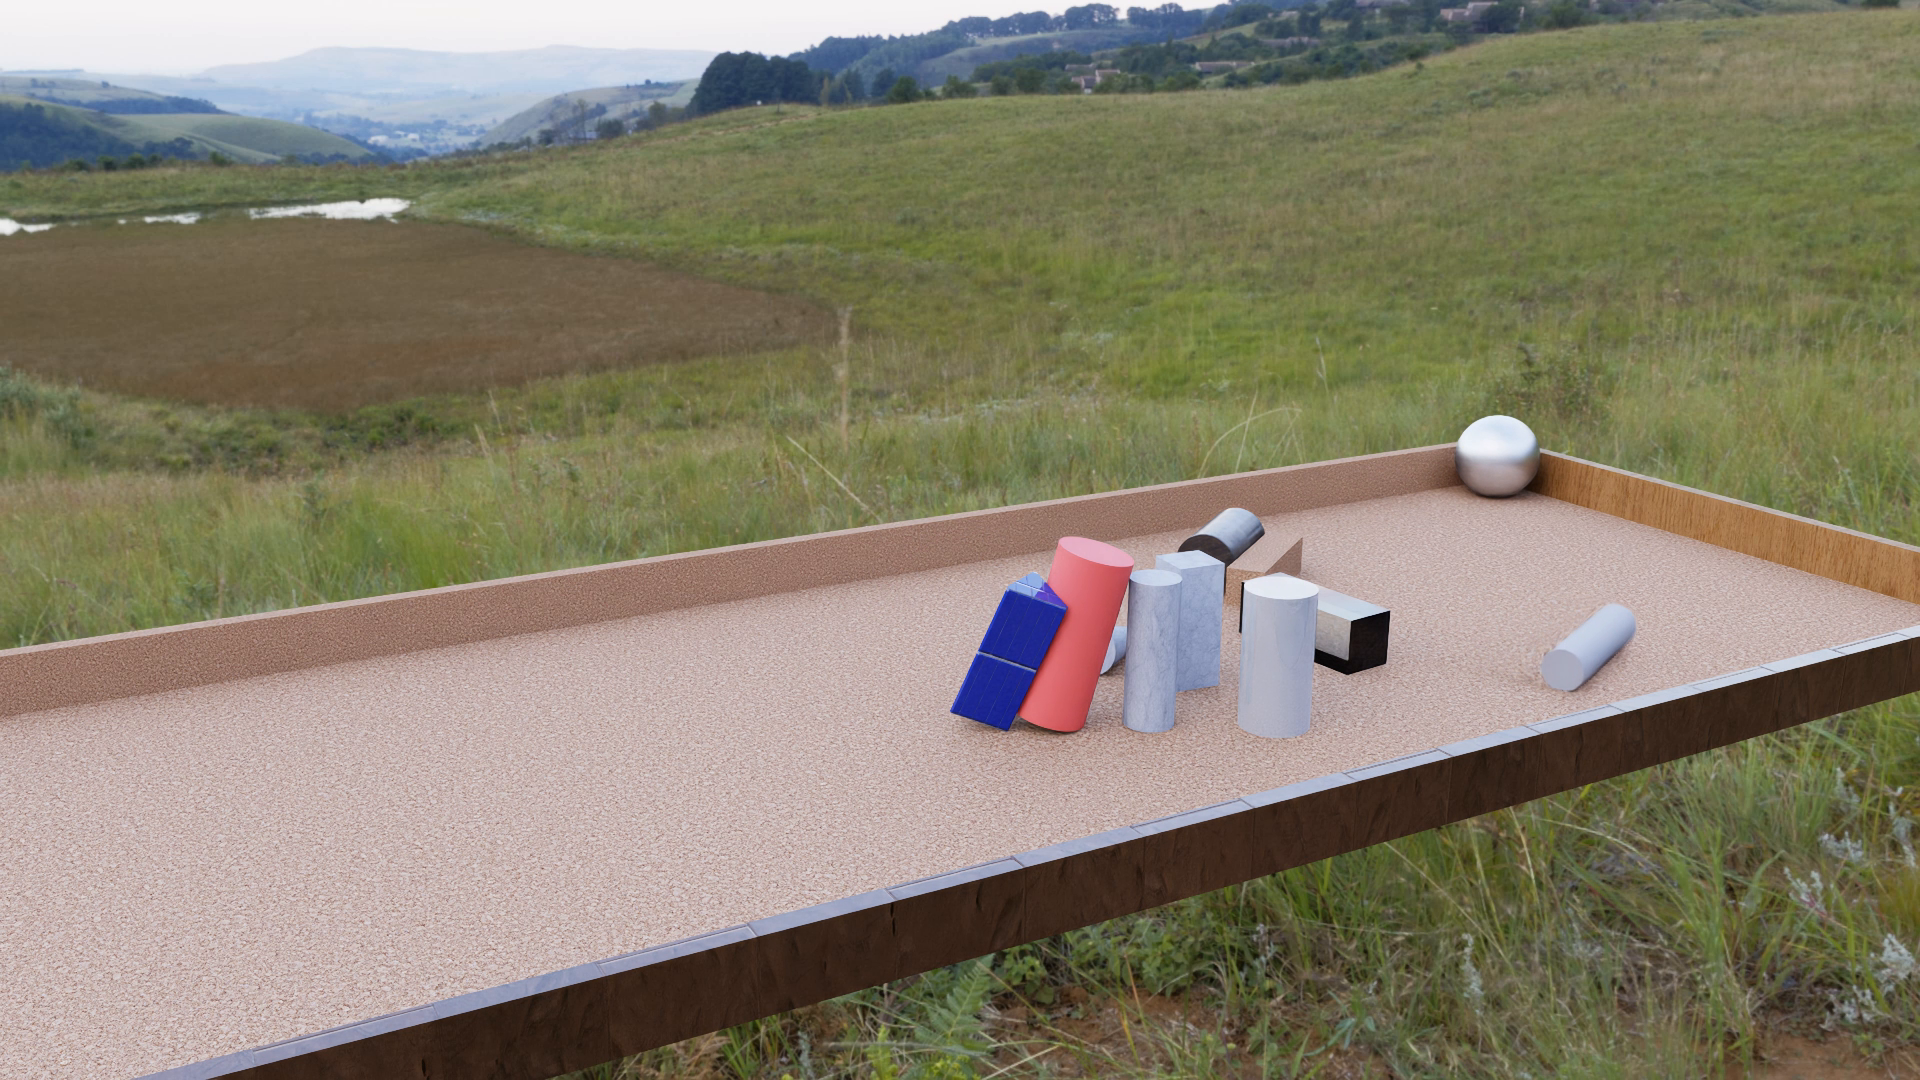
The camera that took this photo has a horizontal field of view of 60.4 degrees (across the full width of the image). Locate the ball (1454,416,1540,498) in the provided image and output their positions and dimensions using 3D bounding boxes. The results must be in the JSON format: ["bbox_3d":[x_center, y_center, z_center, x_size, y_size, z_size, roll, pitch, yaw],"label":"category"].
[{"bbox_3d":[1.906,-0.297,5.848,0.290,0.290,0.290,0,16,0],"label":"ball"}]

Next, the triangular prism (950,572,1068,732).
[{"bbox_3d":[0.109,0.248,3.811,0.144,0.351,0.125,19,25,-10],"label":"triangular prism"}]

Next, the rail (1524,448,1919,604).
[{"bbox_3d":[2.466,-0.048,5.253,0.050,0.150,2.100,-9,18,-27],"label":"rail"}]

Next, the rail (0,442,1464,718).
[{"bbox_3d":[-3.305,0.497,3.399,12.000,0.150,0.050,-9,18,-27],"label":"rail"}]

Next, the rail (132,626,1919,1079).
[{"bbox_3d":[-2.336,1.006,1.665,12.000,0.150,0.050,-9,18,-27],"label":"rail"}]

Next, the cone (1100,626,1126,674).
[{"bbox_3d":[0.441,0.261,4.355,0.129,0.129,0.410,10,10,30],"label":"cone"}]

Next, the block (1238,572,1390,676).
[{"bbox_3d":[0.932,0.216,4.361,0.146,0.146,0.392,-11,20,-33],"label":"block"}]

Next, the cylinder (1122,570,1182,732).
[{"bbox_3d":[0.447,0.258,3.836,0.122,0.359,0.122,1,17,0],"label":"cylinder"}]

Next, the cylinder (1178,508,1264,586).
[{"bbox_3d":[0.783,0.029,4.943,0.178,0.178,0.328,8,18,25],"label":"cylinder"}]

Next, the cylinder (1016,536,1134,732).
[{"bbox_3d":[0.260,0.218,3.824,0.179,0.414,0.179,14,17,-4],"label":"cylinder"}]

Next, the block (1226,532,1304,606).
[{"bbox_3d":[0.900,0.087,4.864,0.110,0.110,0.412,8,18,25],"label":"block"}]

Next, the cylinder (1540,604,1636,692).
[{"bbox_3d":[1.619,0.272,4.239,0.107,0.107,0.439,12,20,35],"label":"cylinder"}]

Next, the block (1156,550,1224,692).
[{"bbox_3d":[0.566,0.201,4.107,0.123,0.319,0.123,-7,18,-22],"label":"block"}]

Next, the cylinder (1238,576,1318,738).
[{"bbox_3d":[0.738,0.271,3.834,0.169,0.337,0.169,0,16,0],"label":"cylinder"}]
